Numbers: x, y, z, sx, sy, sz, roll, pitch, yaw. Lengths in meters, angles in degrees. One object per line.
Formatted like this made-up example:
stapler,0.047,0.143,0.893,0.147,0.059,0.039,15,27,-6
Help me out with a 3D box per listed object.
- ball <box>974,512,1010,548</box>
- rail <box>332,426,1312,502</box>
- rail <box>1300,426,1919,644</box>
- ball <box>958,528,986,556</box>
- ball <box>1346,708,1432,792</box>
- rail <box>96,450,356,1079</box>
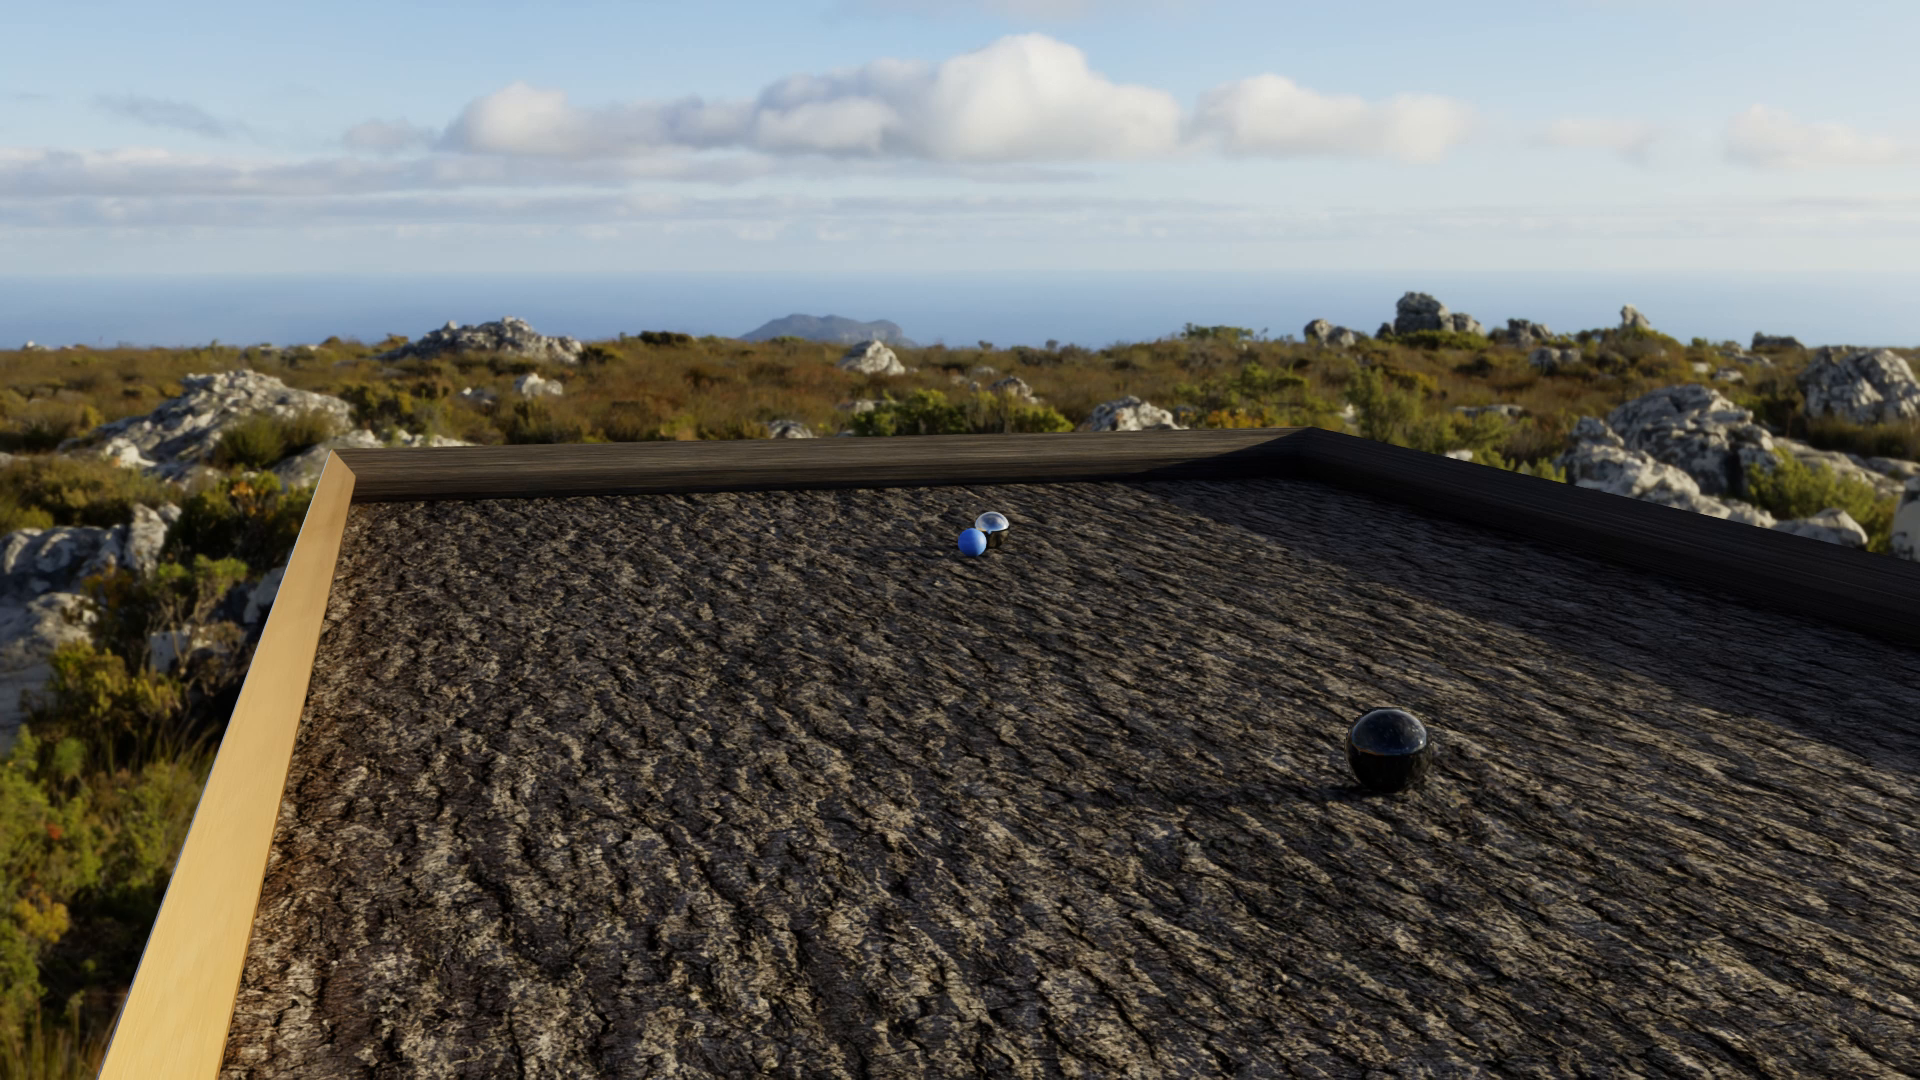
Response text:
ball,0.052,-0.017,3.595,0.060,0.060,0.060,0,8,0
rail,-0.220,-0.152,4.388,1.993,0.102,0.045,-2,8,-14
rail,1.171,0.073,2.819,0.045,0.102,3.789,-2,8,-14
ball,0.019,0.004,3.500,0.046,0.046,0.046,0,8,0
ball,0.399,0.196,2.046,0.078,0.078,0.078,0,8,0
rail,-0.719,0.138,2.360,0.045,0.102,3.789,-2,8,-14
